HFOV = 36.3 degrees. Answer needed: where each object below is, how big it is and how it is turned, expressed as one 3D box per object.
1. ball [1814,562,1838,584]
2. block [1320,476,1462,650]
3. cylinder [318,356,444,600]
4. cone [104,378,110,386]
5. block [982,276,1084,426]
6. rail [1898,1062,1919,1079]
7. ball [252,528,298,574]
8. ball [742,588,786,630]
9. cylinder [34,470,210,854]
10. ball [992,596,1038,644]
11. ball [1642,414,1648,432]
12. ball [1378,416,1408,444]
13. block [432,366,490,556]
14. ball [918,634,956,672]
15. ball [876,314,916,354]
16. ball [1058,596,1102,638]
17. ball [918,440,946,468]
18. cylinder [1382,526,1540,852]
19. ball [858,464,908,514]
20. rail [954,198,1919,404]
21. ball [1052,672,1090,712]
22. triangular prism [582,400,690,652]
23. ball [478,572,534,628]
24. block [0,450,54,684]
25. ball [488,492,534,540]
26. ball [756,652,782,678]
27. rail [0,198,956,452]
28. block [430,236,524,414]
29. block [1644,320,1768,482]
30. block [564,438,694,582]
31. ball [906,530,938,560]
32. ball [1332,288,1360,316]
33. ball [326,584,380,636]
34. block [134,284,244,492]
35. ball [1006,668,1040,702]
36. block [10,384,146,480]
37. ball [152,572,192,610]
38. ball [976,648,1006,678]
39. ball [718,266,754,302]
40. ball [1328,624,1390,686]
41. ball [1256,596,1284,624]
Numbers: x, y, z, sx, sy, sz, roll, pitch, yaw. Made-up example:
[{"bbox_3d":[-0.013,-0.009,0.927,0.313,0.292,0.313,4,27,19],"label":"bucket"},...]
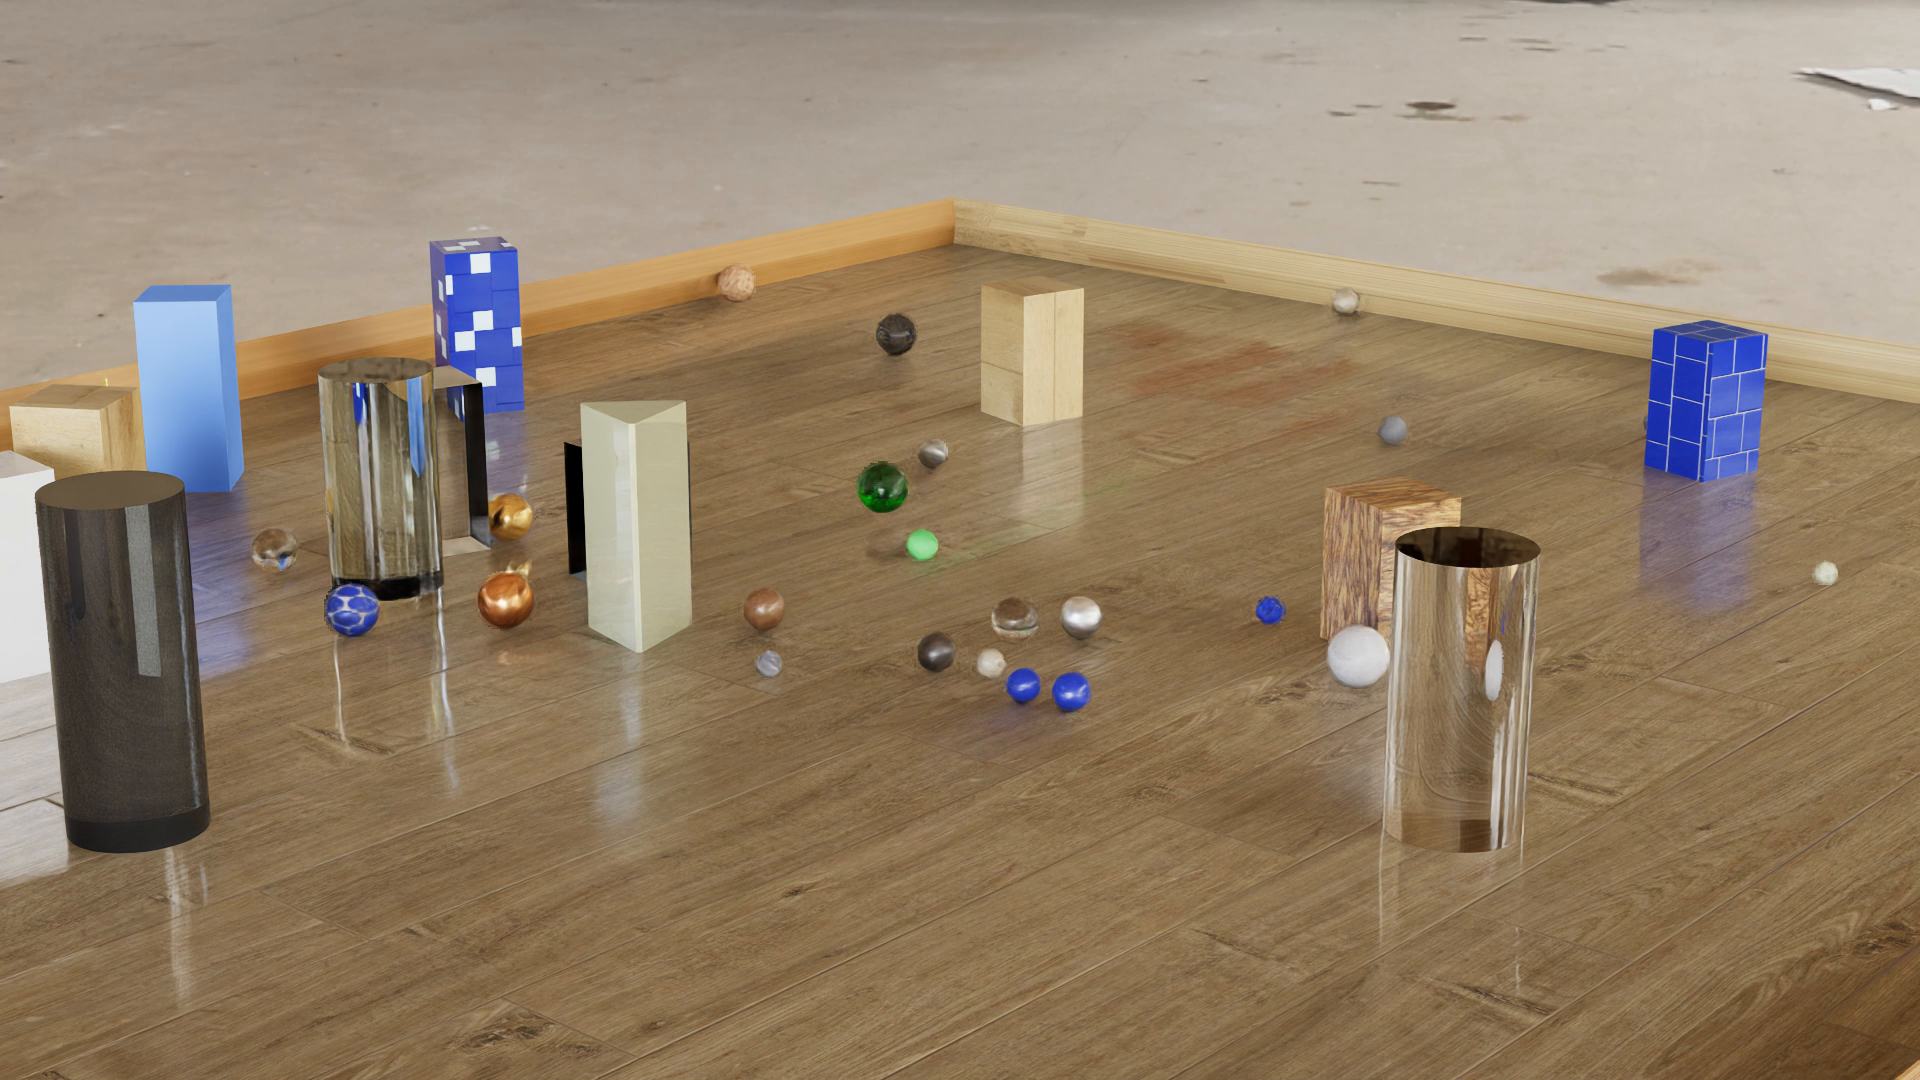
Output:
[{"bbox_3d":[1.532,0.058,5.187,0.041,0.041,0.041,0,17,0],"label":"ball"},{"bbox_3d":[0.710,0.046,4.845,0.157,0.261,0.157,-9,19,-28],"label":"block"},{"bbox_3d":[-1.013,-0.109,5.138,0.197,0.389,0.197,0,17,0],"label":"cylinder"},{"bbox_3d":[-1.560,-0.149,5.398,0.197,0.316,0.197,0,17,0],"label":"cone"},{"bbox_3d":[0.155,-0.409,6.319,0.157,0.282,0.157,-11,20,-33],"label":"block"},{"bbox_3d":[1.581,0.428,3.806,0.045,0.128,4.822,14,22,39],"label":"rail"},{"bbox_3d":[-1.226,0.019,5.247,0.082,0.082,0.082,0,17,0],"label":"ball"},{"bbox_3d":[-0.330,0.116,4.941,0.072,0.072,0.072,0,17,0],"label":"ball"},{"bbox_3d":[-1.153,0.167,4.047,0.197,0.491,0.197,0,17,0],"label":"cylinder"},{"bbox_3d":[0.092,0.133,4.873,0.079,0.079,0.079,0,17,0],"label":"ball"},{"bbox_3d":[1.465,-0.246,6.165,0.058,0.058,0.058,0,17,0],"label":"ball"},{"bbox_3d":[0.901,-0.230,6.110,0.060,0.060,0.060,0,17,0],"label":"ball"},{"bbox_3d":[-0.972,-0.142,5.374,0.157,0.315,0.157,-10,19,-29],"label":"block"},{"bbox_3d":[-0.038,0.182,4.741,0.062,0.062,0.062,0,17,0],"label":"ball"},{"bbox_3d":[-0.151,-0.484,6.891,0.095,0.095,0.095,0,17,0],"label":"ball"},{"bbox_3d":[0.201,0.128,4.902,0.071,0.071,0.071,0,17,0],"label":"ball"},{"bbox_3d":[-0.056,-0.173,5.928,0.056,0.056,0.056,0,17,0],"label":"ball"},{"bbox_3d":[0.693,0.205,4.060,0.197,0.410,0.197,0,17,0],"label":"cylinder"},{"bbox_3d":[-0.147,-0.099,5.611,0.096,0.096,0.096,0,17,0],"label":"ball"},{"bbox_3d":[1.565,-0.488,6.846,4.234,0.128,0.045,14,22,39],"label":"rail"},{"bbox_3d":[0.173,0.236,4.563,0.061,0.061,0.061,0,17,0],"label":"ball"},{"bbox_3d":[-0.518,-0.033,4.886,0.147,0.389,0.170,-12,20,-34],"label":"triangular prism"},{"bbox_3d":[-0.767,0.102,4.948,0.095,0.095,0.095,0,17,0],"label":"ball"},{"bbox_3d":[-1.555,0.045,4.725,0.157,0.333,0.157,-15,22,-40],"label":"block"},{"bbox_3d":[-0.836,-0.043,5.439,0.090,0.090,0.090,0,17,0],"label":"ball"},{"bbox_3d":[-0.307,0.200,4.716,0.042,0.042,0.042,0,17,0],"label":"ball"},{"bbox_3d":[-1.581,-0.364,6.434,0.045,0.128,4.822,14,22,39],"label":"rail"},{"bbox_3d":[-1.051,-0.466,6.381,0.157,0.356,0.157,-7,18,-21],"label":"block"},{"bbox_3d":[1.499,-0.281,5.895,0.157,0.282,0.157,-11,20,-33],"label":"block"},{"bbox_3d":[-0.588,-0.055,5.208,0.157,0.246,0.157,-16,23,-42],"label":"block"},{"bbox_3d":[-0.069,0.009,5.322,0.057,0.057,0.057,0,17,0],"label":"ball"},{"bbox_3d":[0.960,-0.593,7.302,0.067,0.067,0.067,0,17,0],"label":"ball"},{"bbox_3d":[-1.018,0.117,4.910,0.089,0.089,0.089,0,17,0],"label":"ball"},{"bbox_3d":[-1.518,-0.299,5.782,0.157,0.382,0.157,-1,17,-3],"label":"block"},{"bbox_3d":[0.099,0.227,4.602,0.054,0.054,0.054,0,17,0],"label":"ball"},{"bbox_3d":[-1.477,-0.053,4.952,0.157,0.389,0.157,3,17,9],"label":"block"},{"bbox_3d":[-1.356,0.088,5.045,0.066,0.066,0.066,0,17,0],"label":"ball"},{"bbox_3d":[0.049,0.198,4.712,0.047,0.047,0.047,0,17,0],"label":"ball"},{"bbox_3d":[-0.570,-0.652,7.450,0.094,0.094,0.094,0,17,0],"label":"ball"},{"bbox_3d":[0.635,0.184,4.669,0.098,0.098,0.098,0,17,0],"label":"ball"},{"bbox_3d":[0.525,0.119,4.975,0.047,0.047,0.047,0,17,0],"label":"ball"}]
